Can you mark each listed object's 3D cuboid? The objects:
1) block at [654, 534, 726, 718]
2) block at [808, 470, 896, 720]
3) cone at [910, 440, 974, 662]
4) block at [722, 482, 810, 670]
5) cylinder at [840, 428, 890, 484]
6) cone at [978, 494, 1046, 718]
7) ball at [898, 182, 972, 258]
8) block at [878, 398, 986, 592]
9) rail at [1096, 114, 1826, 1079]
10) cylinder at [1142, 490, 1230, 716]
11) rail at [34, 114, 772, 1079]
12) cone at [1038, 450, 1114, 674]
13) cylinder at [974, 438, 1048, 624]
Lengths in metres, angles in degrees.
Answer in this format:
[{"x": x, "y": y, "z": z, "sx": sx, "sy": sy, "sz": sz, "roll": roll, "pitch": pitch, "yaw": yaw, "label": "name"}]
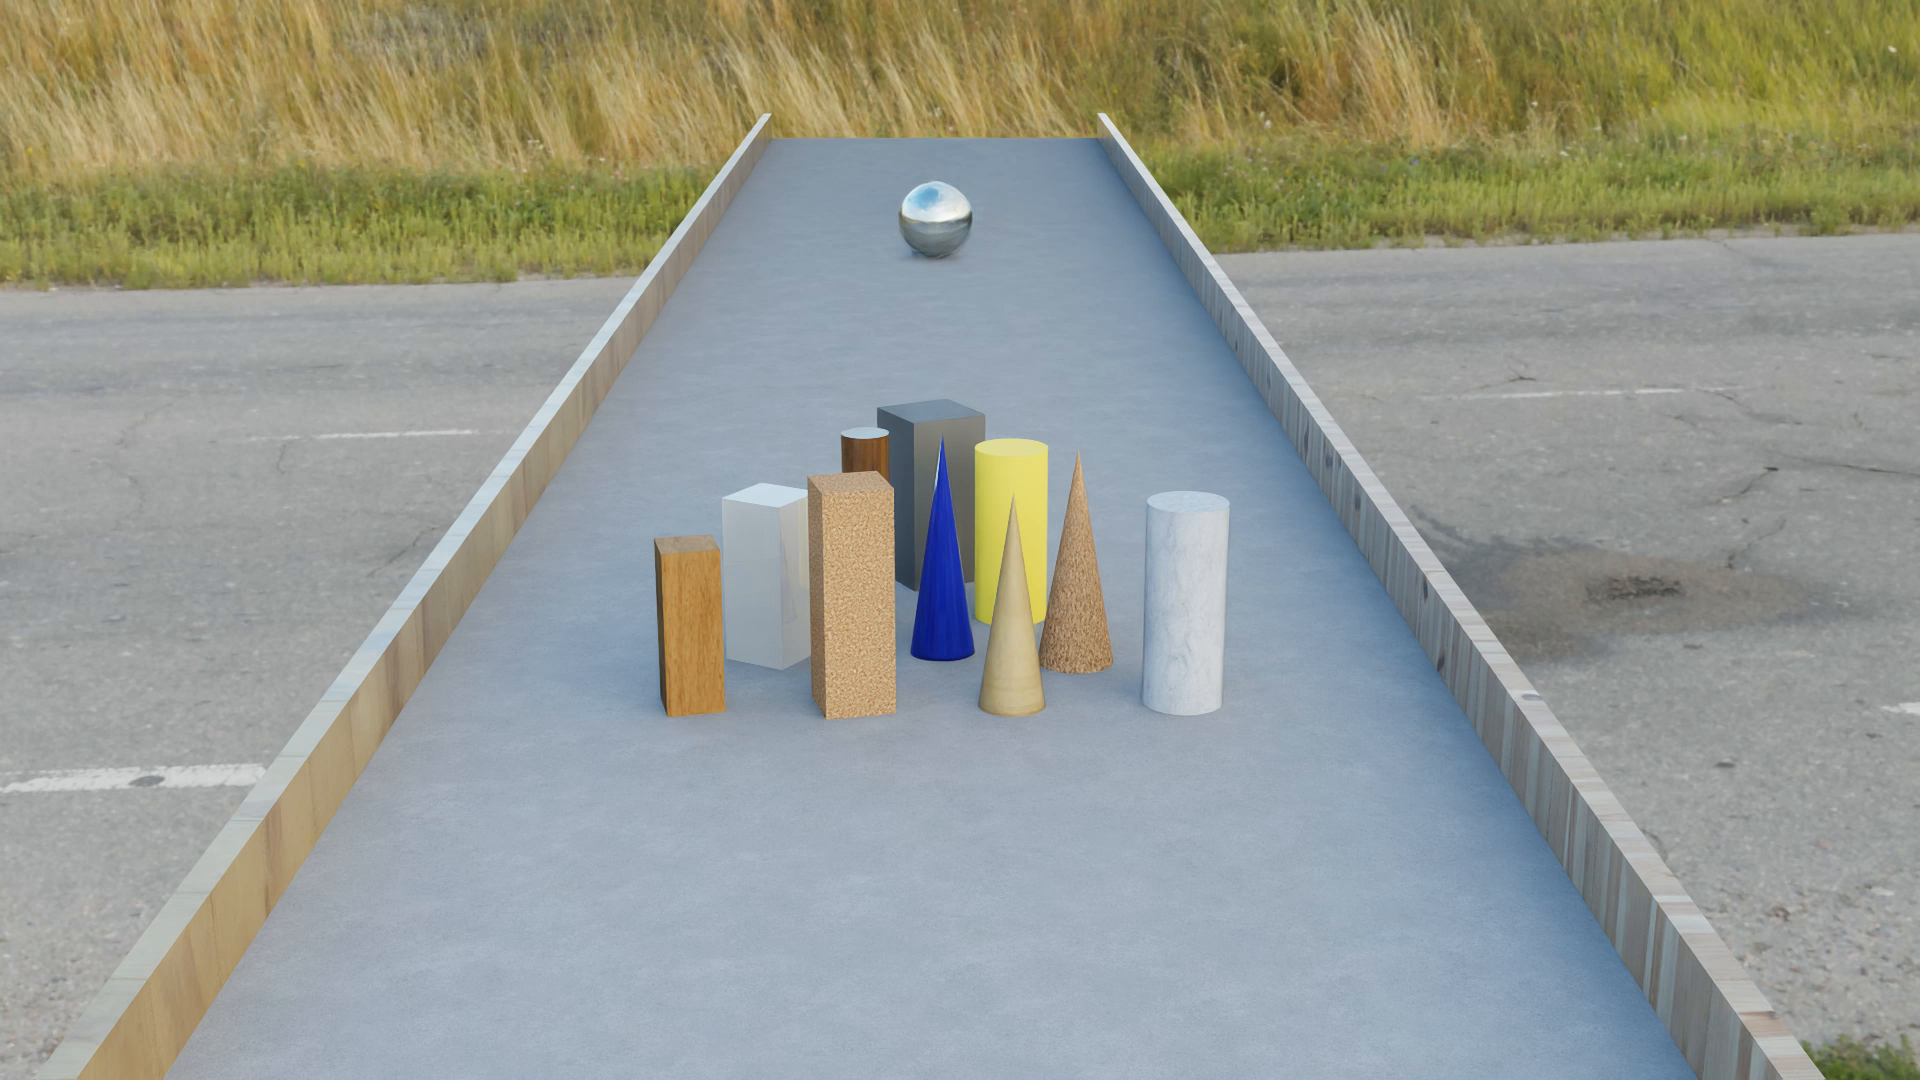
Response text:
[{"x": -0.508, "y": 0.160, "z": 4.131, "sx": 0.109, "sy": 0.318, "sz": 0.109, "roll": -4, "pitch": 17, "yaw": -14, "label": "block"}, {"x": -0.203, "y": 0.103, "z": 4.116, "sx": 0.133, "sy": 0.437, "sz": 0.133, "roll": -5, "pitch": 17, "yaw": -15, "label": "block"}, {"x": -0.035, "y": 0.009, "z": 4.400, "sx": 0.132, "sy": 0.455, "sz": 0.132, "roll": 0, "pitch": 17, "yaw": 0, "label": "cone"}, {"x": -0.376, "y": 0.071, "z": 4.401, "sx": 0.136, "sy": 0.335, "sz": 0.136, "roll": 9, "pitch": 19, "yaw": 29, "label": "block"}, {"x": -0.197, "y": -0.031, "z": 4.627, "sx": 0.101, "sy": 0.401, "sz": 0.101, "roll": 0, "pitch": 17, "yaw": 0, "label": "cylinder"}, {"x": 0.098, "y": 0.111, "z": 4.115, "sx": 0.129, "sy": 0.421, "sz": 0.129, "roll": 0, "pitch": 17, "yaw": 0, "label": "cone"}, {"x": -0.102, "y": -1.338, "z": 9.180, "sx": 0.312, "sy": 0.312, "sz": 0.312, "roll": 0, "pitch": 17, "yaw": 0, "label": "ball"}, {"x": -0.064, "y": -0.103, "z": 4.905, "sx": 0.177, "sy": 0.380, "sz": 0.177, "roll": -9, "pitch": 19, "yaw": -27, "label": "block"}, {"x": 0.932, "y": -0.844, "z": 7.801, "sx": 0.050, "sy": 0.150, "sz": 12.000, "roll": 0, "pitch": 17, "yaw": -1, "label": "rail"}, {"x": 0.424, "y": 0.118, "z": 4.140, "sx": 0.154, "sy": 0.394, "sz": 0.154, "roll": 0, "pitch": 17, "yaw": 0, "label": "cylinder"}, {"x": -1.118, "y": -0.838, "z": 7.780, "sx": 0.050, "sy": 0.150, "sz": 12.000, "roll": 0, "pitch": 17, "yaw": -1, "label": "rail"}, {"x": 0.231, "y": 0.031, "z": 4.350, "sx": 0.153, "sy": 0.440, "sz": 0.153, "roll": 0, "pitch": 17, "yaw": 0, "label": "cone"}, {"x": 0.107, "y": -0.017, "z": 4.636, "sx": 0.153, "sy": 0.368, "sz": 0.153, "roll": 0, "pitch": 17, "yaw": 0, "label": "cylinder"}]
